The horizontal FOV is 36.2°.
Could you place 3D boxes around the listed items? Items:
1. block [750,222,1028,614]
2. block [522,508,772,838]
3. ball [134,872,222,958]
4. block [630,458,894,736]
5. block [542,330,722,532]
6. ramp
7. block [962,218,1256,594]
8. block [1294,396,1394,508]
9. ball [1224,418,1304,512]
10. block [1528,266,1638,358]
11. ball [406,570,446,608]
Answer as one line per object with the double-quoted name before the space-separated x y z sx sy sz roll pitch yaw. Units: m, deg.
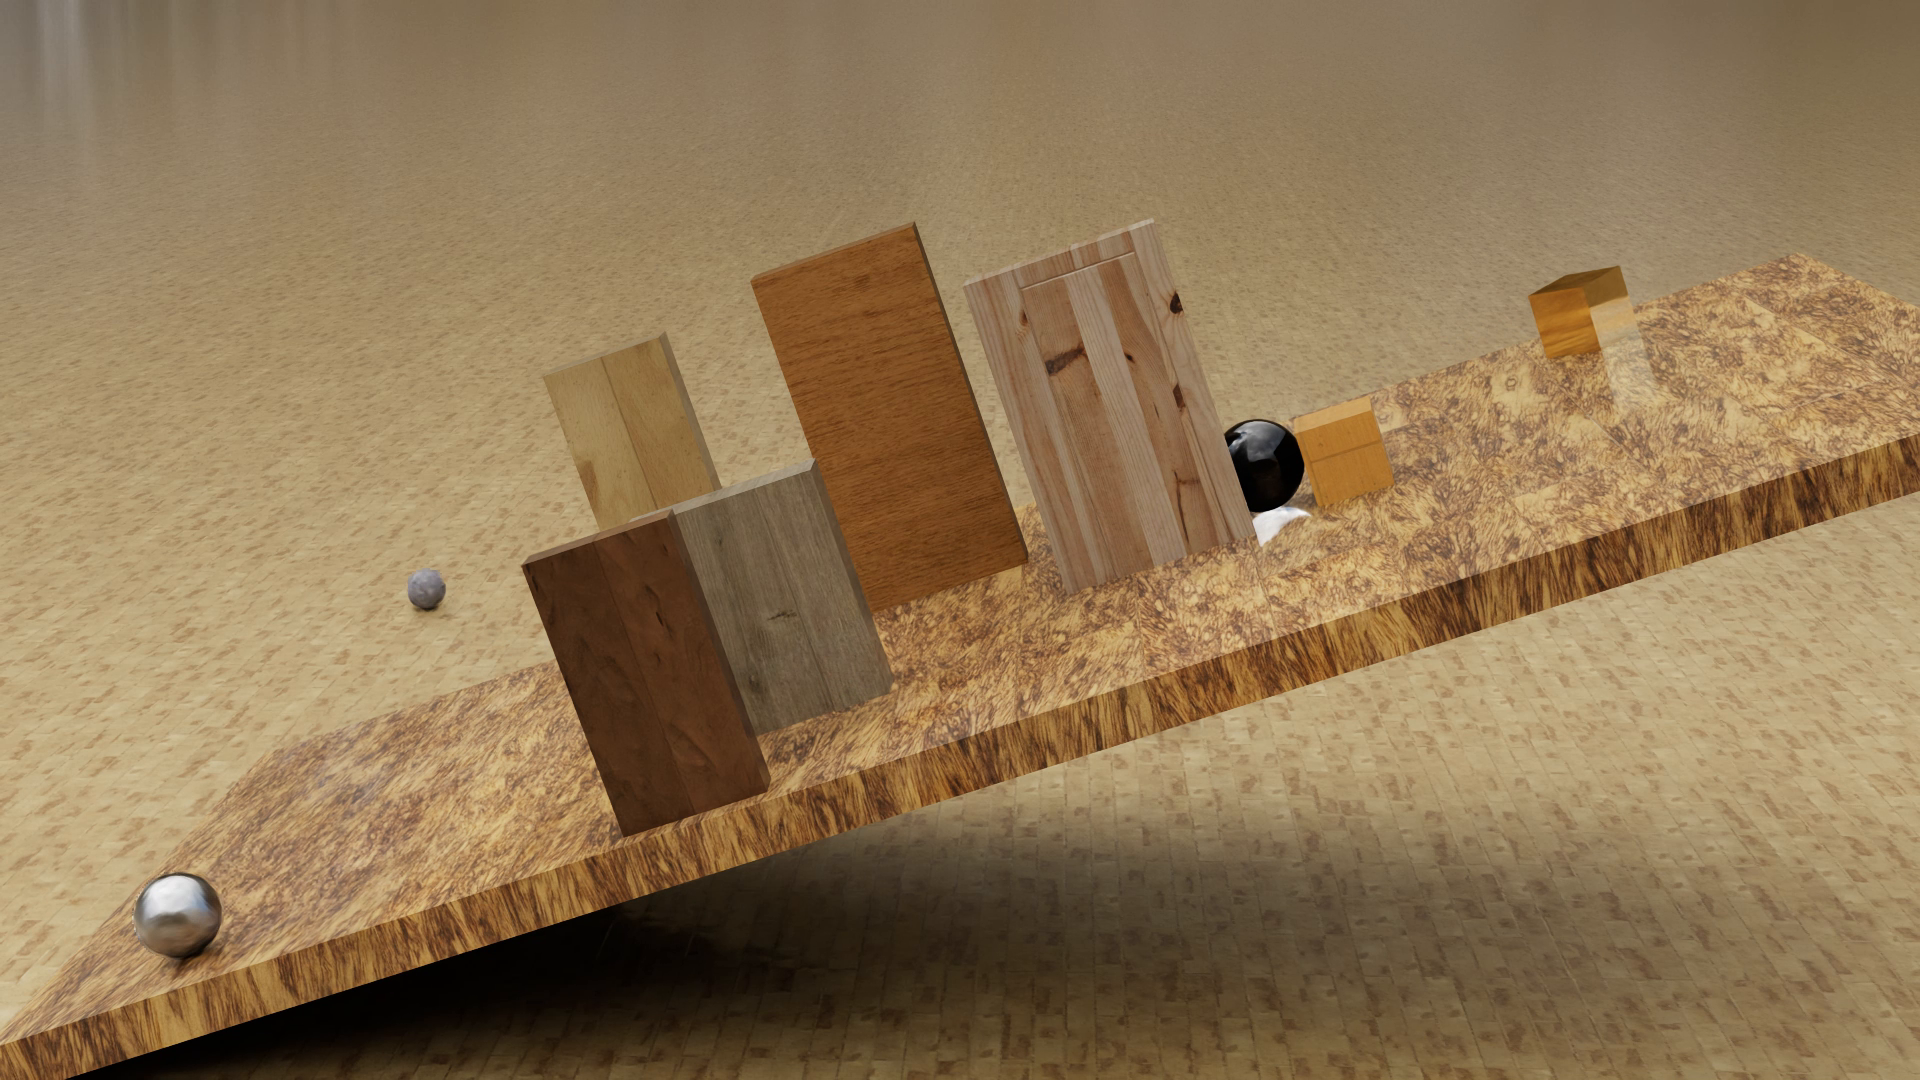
"block" -0.153 -0.271 6.597 0.378 0.797 0.115 -18 11 6
"block" -0.576 0.247 5.427 0.283 0.544 0.086 -18 11 6
"ball" -1.511 0.725 5.685 0.164 0.164 0.164 0 12 0
"block" -0.401 0.131 5.881 0.395 0.477 0.130 -18 11 6
"block" -0.723 -0.109 6.995 0.289 0.713 0.122 -18 11 6
"ramp" 0.107 0.180 6.305 4.000 0.100 2.000 -18 11 6
"block" 0.312 -0.276 6.122 0.414 0.683 0.094 -18 11 6
"block" 0.810 -0.188 6.207 0.165 0.165 0.165 -17 11 10
"ball" 0.635 -0.159 6.274 0.200 0.200 0.200 0 12 0
"block" 1.446 -0.528 6.825 0.156 0.156 0.156 -28 14 -39
"ball" -1.711 0.159 9.425 0.123 0.123 0.123 0 12 0
